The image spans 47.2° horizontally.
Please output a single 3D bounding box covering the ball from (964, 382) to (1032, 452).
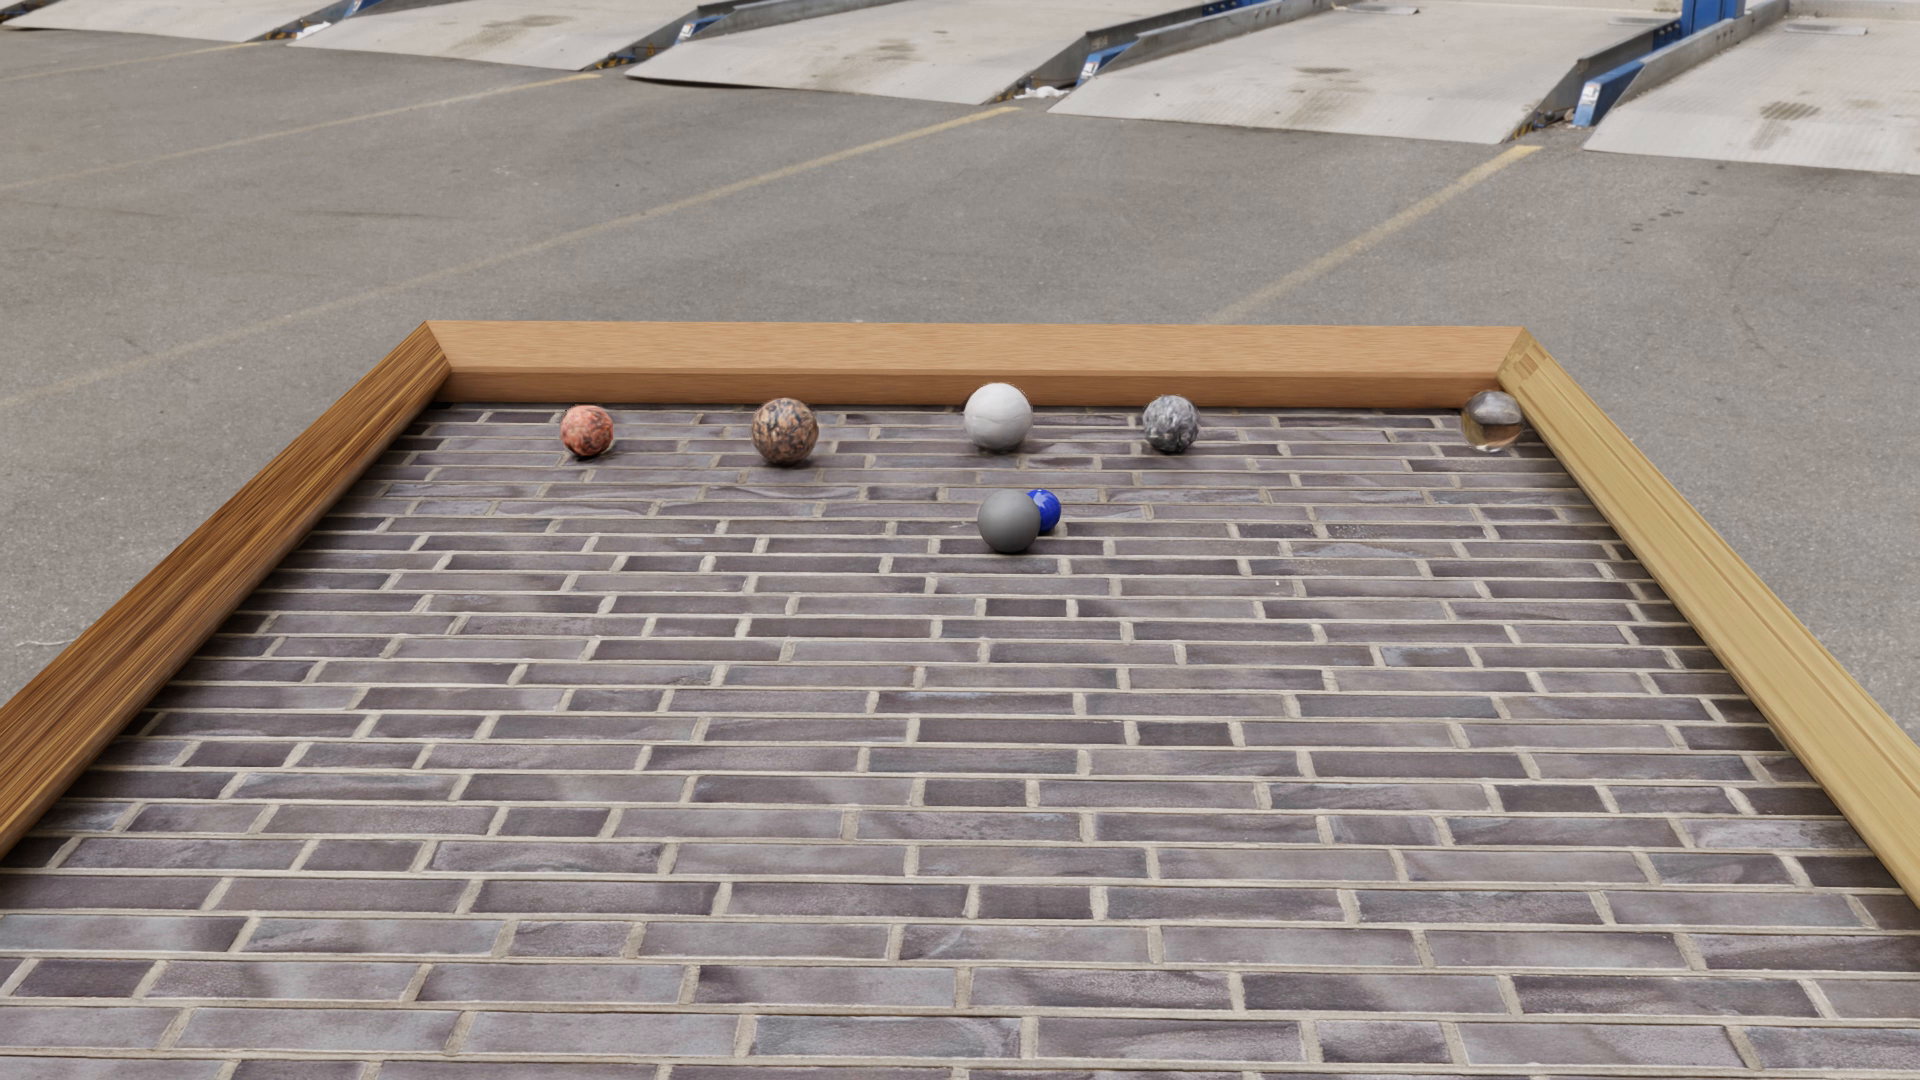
[{"bbox_3d":[0.050,-0.164,2.937,0.091,0.091,0.091,0,19,0],"label":"ball"}]

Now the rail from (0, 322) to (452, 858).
[{"bbox_3d":[-0.775,0.203,1.824,0.045,0.118,2.833,0,19,1],"label":"rail"}]

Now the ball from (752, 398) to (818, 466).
[{"bbox_3d":[-0.229,-0.142,2.878,0.087,0.087,0.087,0,19,0],"label":"ball"}]

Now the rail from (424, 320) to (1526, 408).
[{"bbox_3d":[0.016,-0.244,3.124,1.566,0.118,0.045,0,19,1],"label":"rail"}]

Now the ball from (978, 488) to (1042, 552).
[{"bbox_3d":[0.057,-0.022,2.551,0.074,0.074,0.074,0,19,0],"label":"ball"}]

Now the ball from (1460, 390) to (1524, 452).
[{"bbox_3d":[0.710,-0.159,2.936,0.083,0.083,0.083,0,19,0],"label":"ball"}]

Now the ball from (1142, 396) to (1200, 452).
[{"bbox_3d":[0.281,-0.155,2.934,0.076,0.076,0.076,0,19,0],"label":"ball"}]

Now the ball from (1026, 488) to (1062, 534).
[{"bbox_3d":[0.095,-0.034,2.619,0.053,0.053,0.053,0,19,0],"label":"ball"}]

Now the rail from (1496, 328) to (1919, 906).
[{"bbox_3d":[0.743,0.215,1.791,0.045,0.118,2.833,0,19,1],"label":"rail"}]

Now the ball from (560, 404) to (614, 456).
[{"bbox_3d":[-0.494,-0.145,2.914,0.069,0.069,0.069,0,19,0],"label":"ball"}]
